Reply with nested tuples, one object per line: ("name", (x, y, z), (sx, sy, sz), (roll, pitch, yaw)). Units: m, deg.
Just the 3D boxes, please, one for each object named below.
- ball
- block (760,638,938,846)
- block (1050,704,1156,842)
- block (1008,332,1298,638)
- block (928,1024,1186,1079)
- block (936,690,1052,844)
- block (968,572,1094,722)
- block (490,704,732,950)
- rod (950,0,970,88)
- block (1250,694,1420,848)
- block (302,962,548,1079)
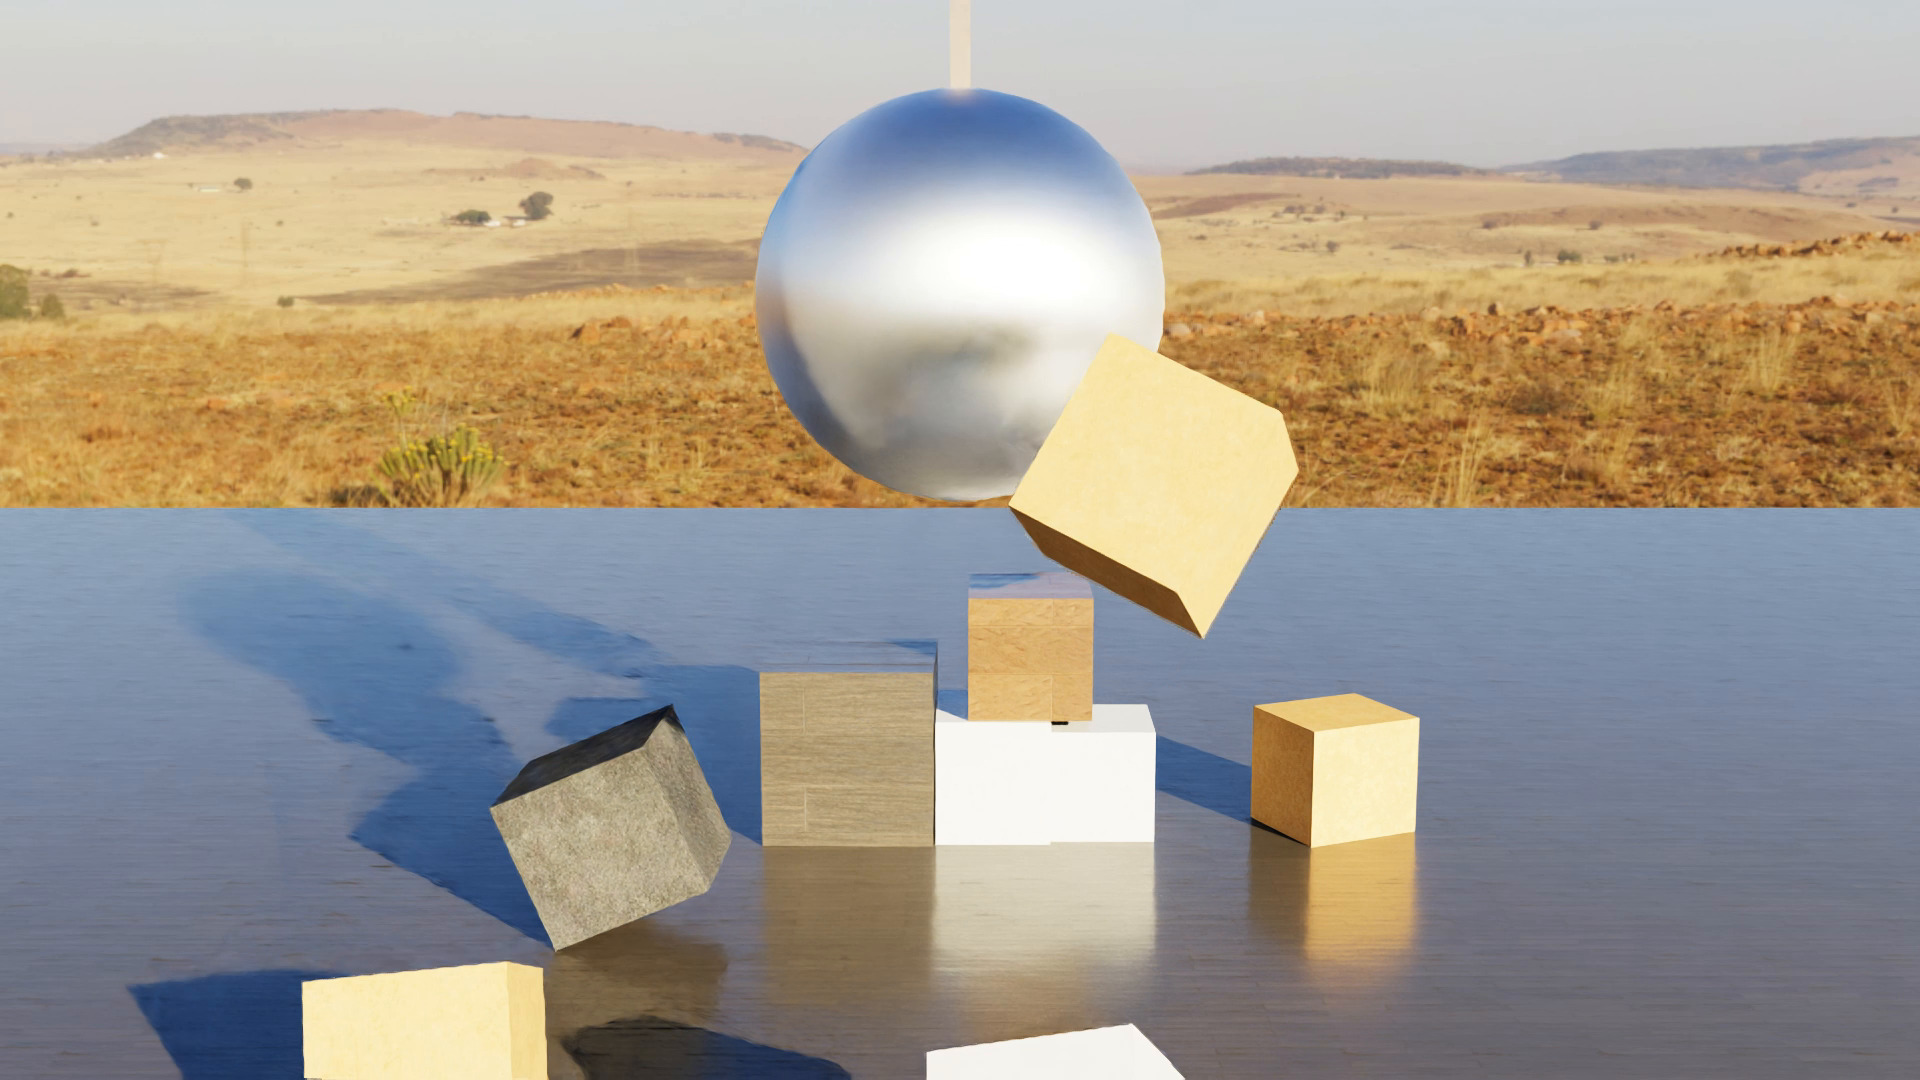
("ball", (0.000, -0.950, 8.575), (1.600, 1.600, 1.600), (0, 10, 0))
("block", (-0.557, 1.032, 11.375), (0.862, 0.899, 0.768), (0, 10, 1))
("block", (0.721, 1.199, 11.379), (0.527, 0.570, 0.561), (0, 10, 0))
("block", (0.645, -0.173, 7.187), (0.624, 0.657, 0.578), (28, -8, 20))
("block", (0.304, 1.835, 6.370), (0.624, 0.629, 0.585), (-12, -33, 17))
("block", (0.169, 1.166, 11.378), (0.578, 0.635, 0.672), (0, 10, 0))
("block", (0.354, 0.539, 11.295), (0.620, 0.627, 0.667), (0, 10, 0))
("block", (-1.554, 1.281, 9.918), (0.736, 0.701, 0.734), (-22, 9, 6))
("rod", (0.000, -4.260, 9.351), (0.080, 5.200, 0.080), (0, -13, 0))
("block", (1.935, 1.182, 11.387), (0.634, 0.601, 0.565), (-5, 11, -24))
("block", (-1.761, 1.747, 7.304), (0.667, 0.598, 0.535), (-6, -13, 1))
